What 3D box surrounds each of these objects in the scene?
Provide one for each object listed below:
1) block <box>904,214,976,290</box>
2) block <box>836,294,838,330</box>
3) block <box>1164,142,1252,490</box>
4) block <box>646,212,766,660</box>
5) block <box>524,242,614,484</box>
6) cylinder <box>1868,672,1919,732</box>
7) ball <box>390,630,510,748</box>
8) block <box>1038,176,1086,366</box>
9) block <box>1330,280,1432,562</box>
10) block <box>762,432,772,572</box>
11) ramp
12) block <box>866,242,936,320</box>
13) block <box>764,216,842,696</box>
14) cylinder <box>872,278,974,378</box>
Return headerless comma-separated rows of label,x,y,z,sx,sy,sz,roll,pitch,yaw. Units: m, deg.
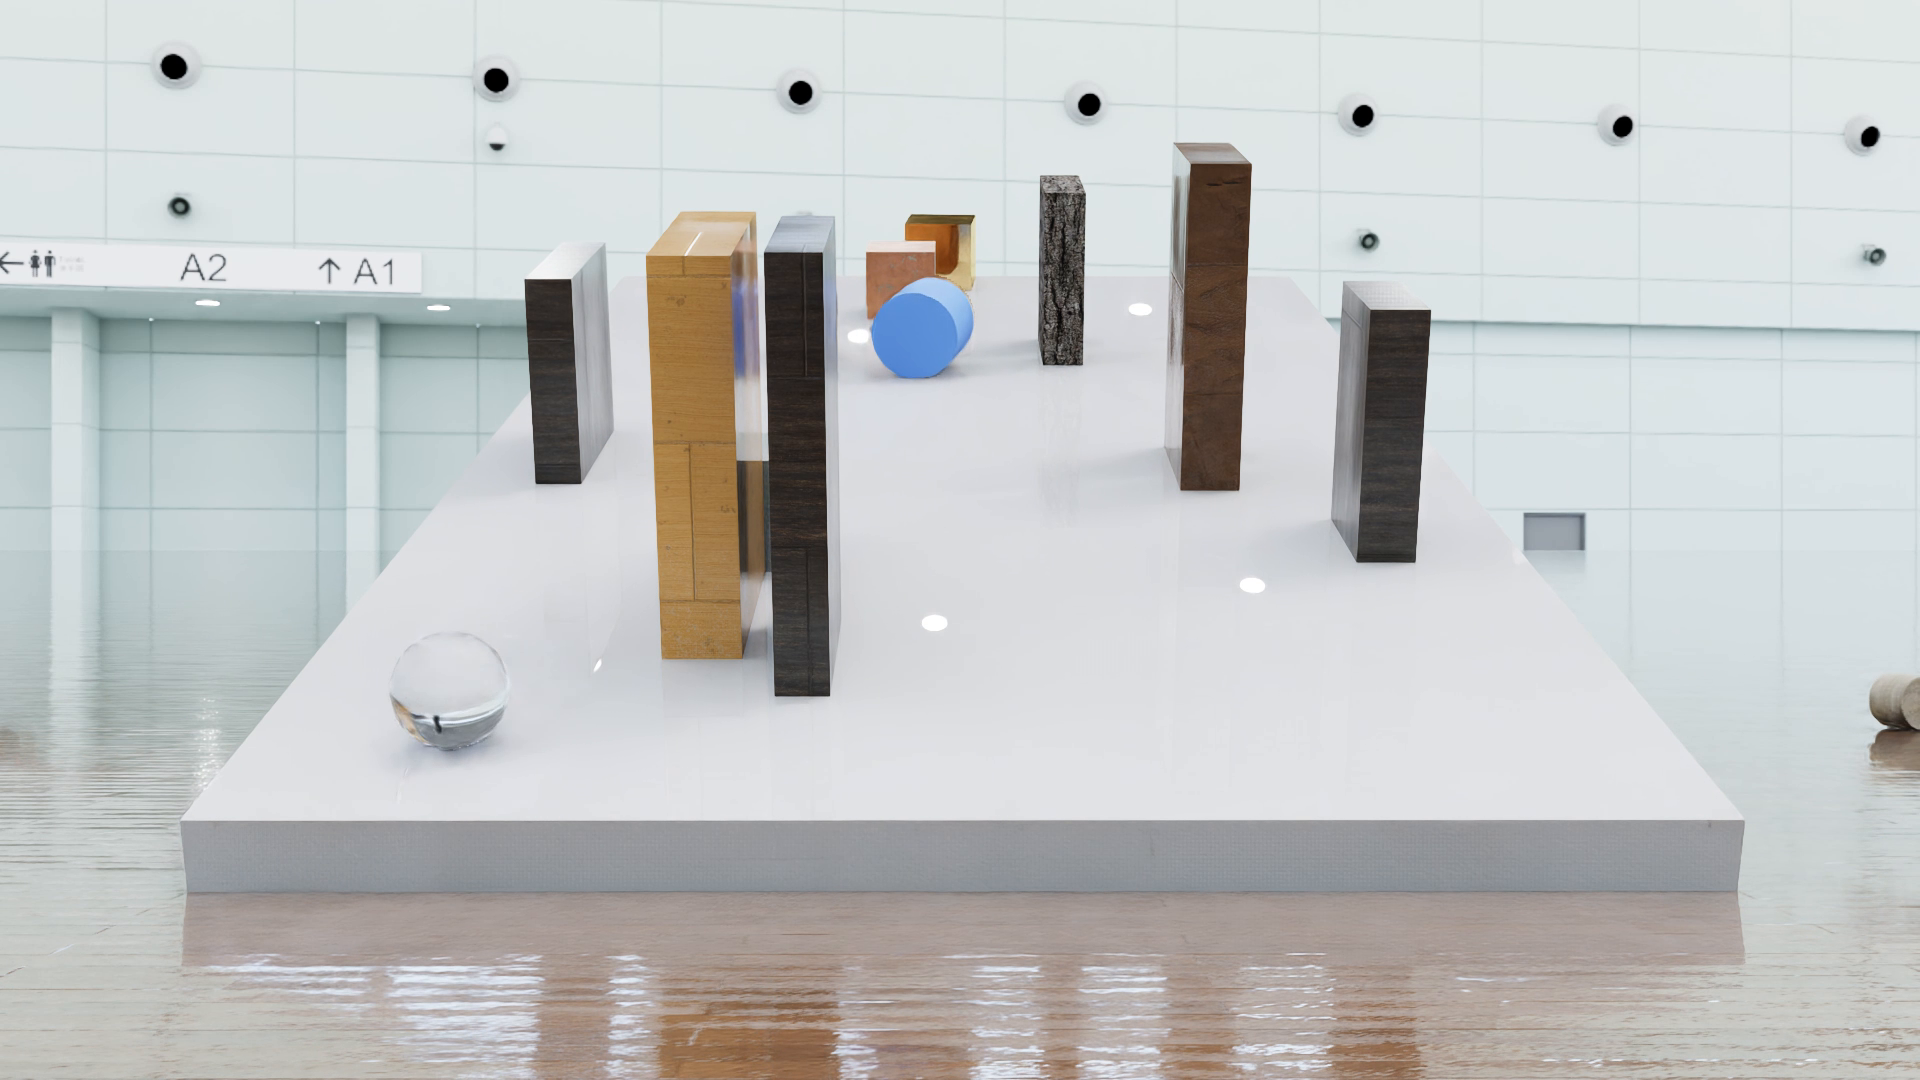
block,-0.057,-0.844,6.500,0.192,0.192,0.192,1,17,4
block,-0.394,-0.535,5.549,0.146,0.146,0.146,3,17,10
block,0.490,-0.452,4.424,0.116,0.636,0.350,0,17,0
block,-0.398,-0.179,3.535,0.124,0.624,0.443,0,17,0
block,-0.795,-0.371,4.543,0.091,0.410,0.445,0,17,0
cylinder,2.295,0.390,5.357,0.135,0.135,0.135,0,0,-11
ball,-0.702,0.206,3.053,0.162,0.162,0.162,0,0,0
block,0.253,-0.680,5.552,0.099,0.423,0.329,0,17,0
block,0.748,-0.216,3.962,0.104,0.450,0.277,0,17,0
block,-0.344,-0.069,3.905,0.199,0.199,0.199,0,17,-1
ramp,-0.003,-0.170,4.762,2.000,0.100,4.000,0,17,0
block,-0.161,-0.711,6.066,0.185,0.185,0.185,0,17,0
block,-0.232,-0.133,3.327,0.082,0.656,0.344,0,17,0
cylinder,-0.089,-0.515,5.375,0.208,0.208,0.208,0,16,12
